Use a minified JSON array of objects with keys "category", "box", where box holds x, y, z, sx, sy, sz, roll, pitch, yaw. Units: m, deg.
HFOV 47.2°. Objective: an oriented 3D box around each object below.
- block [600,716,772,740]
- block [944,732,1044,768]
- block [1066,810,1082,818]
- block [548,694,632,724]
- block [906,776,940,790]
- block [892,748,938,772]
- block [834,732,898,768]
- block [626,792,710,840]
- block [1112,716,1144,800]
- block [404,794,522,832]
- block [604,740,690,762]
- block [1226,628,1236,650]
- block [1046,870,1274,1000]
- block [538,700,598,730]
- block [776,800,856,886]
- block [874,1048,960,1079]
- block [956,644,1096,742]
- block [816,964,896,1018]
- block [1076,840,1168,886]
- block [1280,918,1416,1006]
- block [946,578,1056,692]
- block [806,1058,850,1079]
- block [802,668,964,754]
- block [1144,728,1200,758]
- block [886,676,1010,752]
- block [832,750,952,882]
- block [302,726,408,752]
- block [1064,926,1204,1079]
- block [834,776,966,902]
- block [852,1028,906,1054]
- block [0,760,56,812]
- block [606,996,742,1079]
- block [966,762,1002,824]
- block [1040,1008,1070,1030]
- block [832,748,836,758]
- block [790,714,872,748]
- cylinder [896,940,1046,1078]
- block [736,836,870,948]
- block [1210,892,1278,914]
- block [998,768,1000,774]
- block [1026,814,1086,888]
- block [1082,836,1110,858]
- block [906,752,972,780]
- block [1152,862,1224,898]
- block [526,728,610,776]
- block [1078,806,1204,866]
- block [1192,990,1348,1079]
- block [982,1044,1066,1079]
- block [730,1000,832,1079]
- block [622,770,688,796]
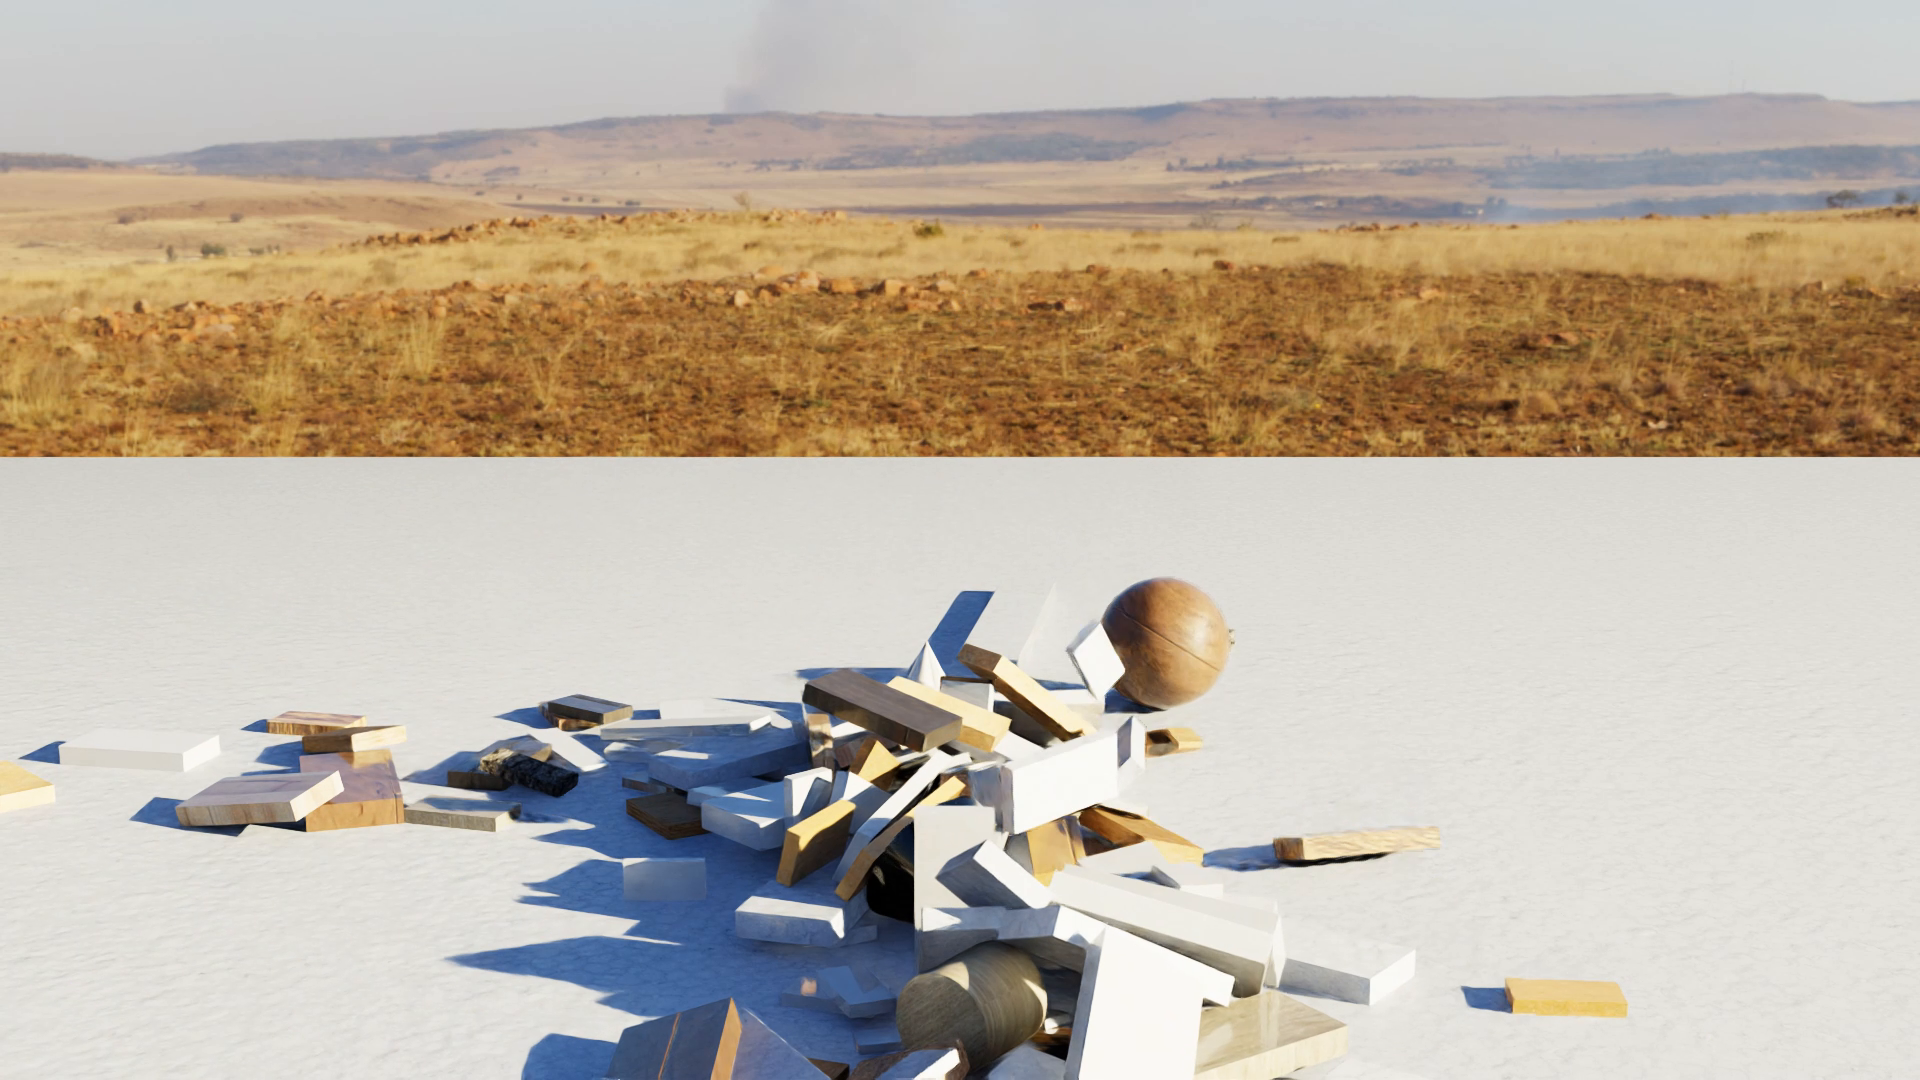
[{"category":"block","box":[-0.560,0.382,4.476,0.375,0.023,0.081,-5,6,31]},{"category":"block","box":[0.014,0.366,4.179,0.302,0.033,0.118,25,17,24]},{"category":"block","box":[0.217,0.488,4.051,0.104,0.015,0.052,7,34,-40]},{"category":"block","box":[-0.790,0.361,4.702,0.170,0.024,0.085,8,13,36]},{"category":"block","box":[-0.052,0.485,4.201,0.047,0.013,0.235,-4,11,-22]},{"category":"block","box":[-0.093,0.396,3.980,0.092,0.026,0.184,-20,-9,3]},{"category":"block","box":[-0.169,0.384,4.142,0.130,0.037,0.387,-22,-3,-4]},{"category":"block","box":[-0.532,0.507,4.045,0.094,0.027,0.189,-7,12,-31]},{"category":"block","box":[0.292,0.421,4.139,0.120,0.034,0.387,-44,1,8]},{"category":"block","box":[-0.918,0.504,4.059,0.189,0.027,0.095,3,11,17]},{"category":"block","box":[-0.632,0.430,4.467,0.161,0.023,0.081,2,11,12]},{"category":"block","box":[0.550,0.260,5.329,0.147,0.042,0.294,5,12,25]},{"category":"block","box":[0.277,0.560,3.096,0.314,0.044,0.157,15,-30,12]},{"category":"block","box":[-0.847,0.376,4.753,0.085,0.024,0.170,-5,12,-25]},{"category":"block","box":[-0.233,0.491,3.569,0.026,0.091,0.182,20,18,21]},{"category":"block","box":[-0.065,0.670,2.739,0.067,0.019,0.134,-13,4,34]},{"category":"block","box":[0.156,0.327,4.377,0.368,0.037,0.129,40,-14,-33]},{"category":"block","box":[-0.151,0.651,3.177,0.071,0.020,0.142,-4,11,-23]},{"category":"block","box":[0.305,0.578,3.381,0.128,0.036,0.347,-12,26,-16]},{"category":"block","box":[0.516,0.629,3.344,0.313,0.041,0.146,8,13,37]},{"category":"block","box":[0.116,0.227,5.509,0.147,0.042,1.080,1,11,8]},{"category":"block","box":[-0.227,0.715,2.942,0.142,0.020,0.071,4,11,19]},{"category":"block","box":[-0.139,0.304,3.943,0.259,0.037,0.130,21,19,26]},{"category":"block","box":[0.385,0.420,4.513,0.196,0.026,0.093,-6,12,-27]},{"category":"block","box":[-0.032,0.327,4.140,0.236,0.033,0.118,20,16,11]},{"category":"block","box":[-0.109,0.461,3.690,0.027,0.095,0.442,31,18,9]},{"category":"block","box":[-1.228,0.403,4.454,0.115,0.033,0.230,-9,1,-41]},{"category":"block","box":[0.220,0.641,2.785,0.156,0.044,0.311,32,31,-8]},{"category":"block","box":[-0.094,0.484,3.595,0.026,0.091,0.392,36,21,11]},{"category":"block","box":[-0.097,0.696,3.061,0.097,0.014,0.049,-2,11,-12]},{"category":"block","box":[-1.838,0.472,4.213,0.115,0.033,0.230,-10,14,-43]},{"category":"block","box":[-0.378,0.708,2.770,0.156,0.044,0.449,-17,11,4]},{"category":"block","box":[0.045,0.439,3.792,0.053,0.106,0.015,-5,-10,-23]},{"category":"block","box":[0.105,0.676,3.122,0.049,0.014,0.097,-7,3,-42]},{"category":"block","box":[-0.264,0.399,4.500,0.093,0.026,0.185,-14,19,-1]},{"category":"block","box":[-0.229,0.352,4.250,0.129,0.037,0.258,-21,7,-19]},{"category":"cylinder","box":[0.016,0.639,2.998,0.148,0.148,0.148,7,13,34]},{"category":"block","box":[-0.216,0.563,3.561,0.157,0.044,0.391,3,11,16]},{"category":"block","box":[0.338,0.574,3.295,0.257,0.036,0.128,4,26,16]},{"category":"block","box":[0.049,0.414,3.917,0.053,0.015,0.106,2,-8,5]},{"category":"block","box":[0.168,0.539,3.819,0.092,0.026,0.268,-7,12,0]},{"category":"block","box":[0.230,0.546,3.864,0.052,0.015,0.104,-3,11,-17]},{"category":"block","box":[-0.040,0.419,4.037,0.095,0.027,0.191,-18,-4,-10]},{"category":"block","box":[0.347,0.519,3.362,0.067,0.019,0.134,0,6,-14]},{"category":"block","box":[-0.800,0.430,4.478,0.066,0.019,0.303,-6,12,-30]},{"category":"block","box":[0.315,0.518,3.851,0.120,0.034,0.239,14,2,-24]},{"category":"block","box":[0.364,0.681,2.959,0.293,0.042,0.147,-7,14,-34]},{"category":"block","box":[0.081,0.712,2.698,0.147,0.042,0.311,16,12,21]},{"category":"block","box":[-0.250,0.688,2.841,0.090,0.025,0.510,-23,12,-20]},{"category":"block","box":[-0.582,0.472,4.256,0.131,0.019,0.066,7,13,33]}]
